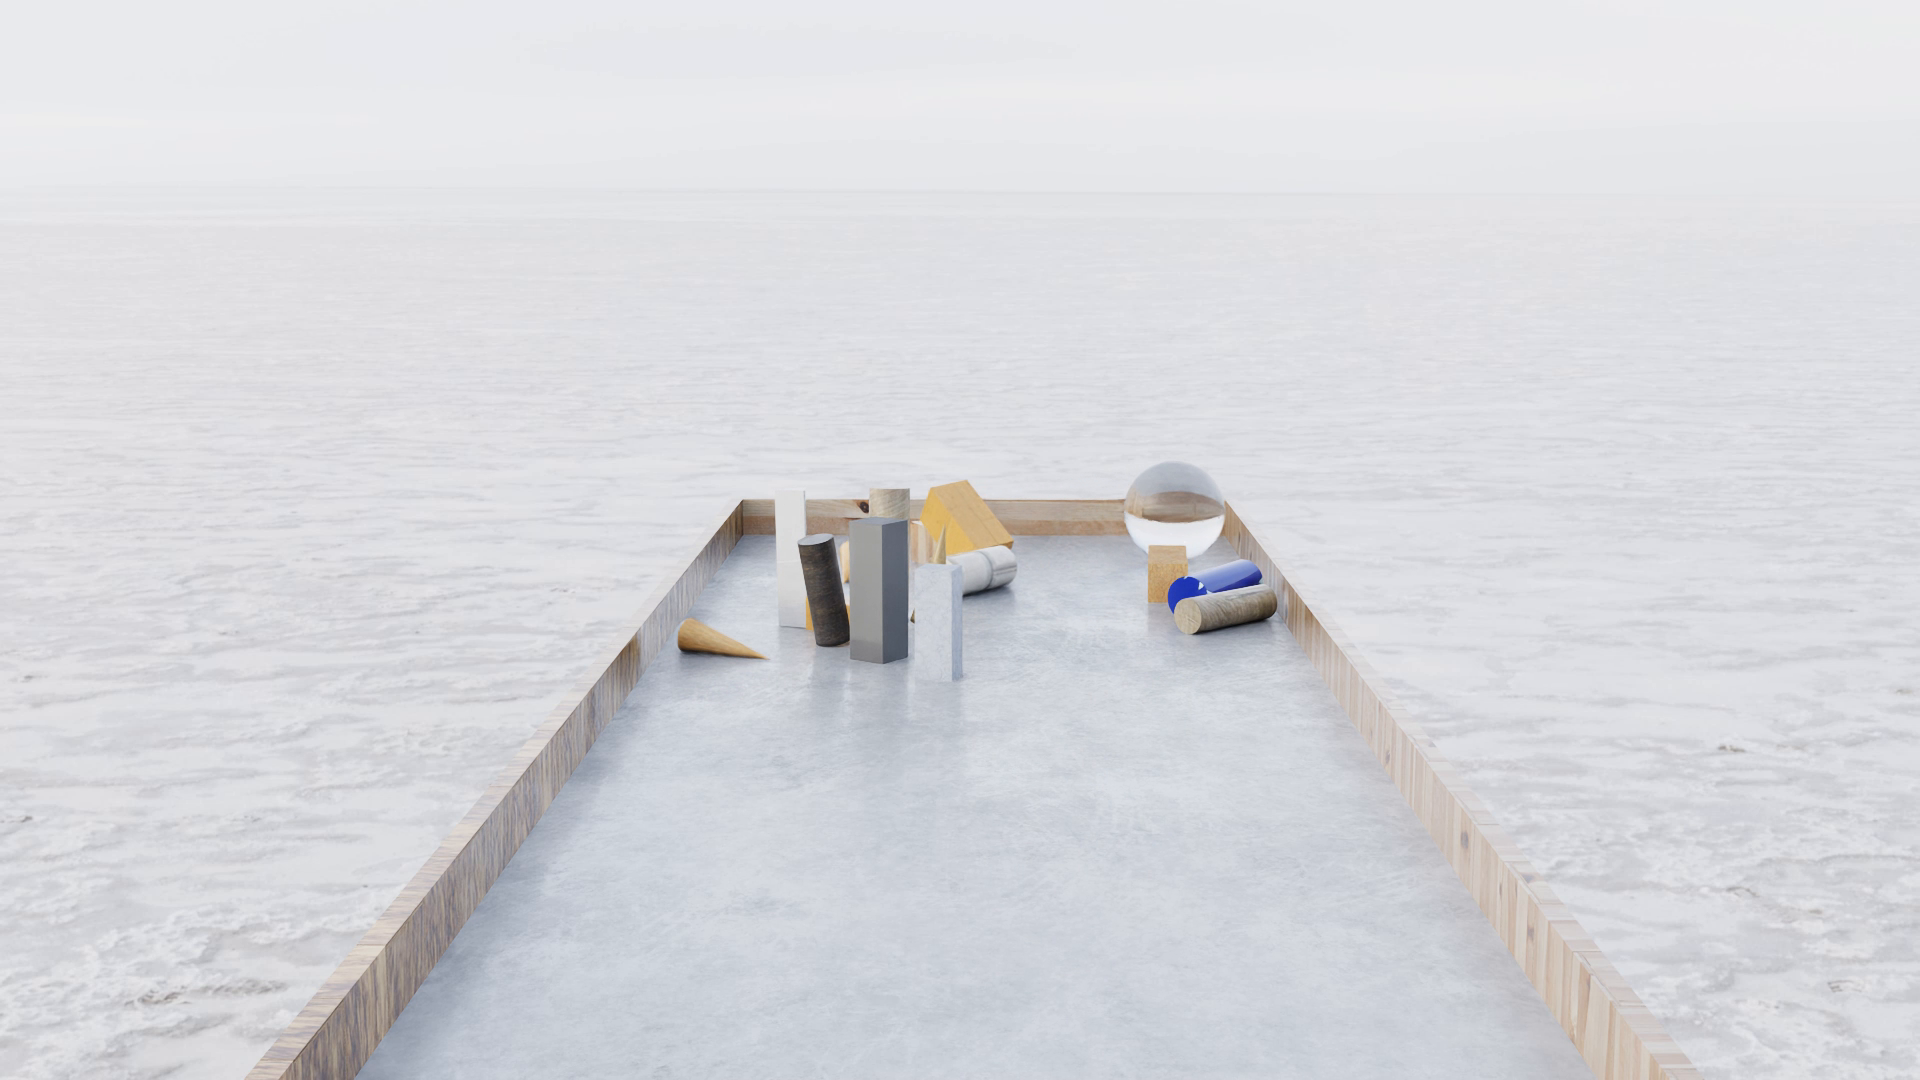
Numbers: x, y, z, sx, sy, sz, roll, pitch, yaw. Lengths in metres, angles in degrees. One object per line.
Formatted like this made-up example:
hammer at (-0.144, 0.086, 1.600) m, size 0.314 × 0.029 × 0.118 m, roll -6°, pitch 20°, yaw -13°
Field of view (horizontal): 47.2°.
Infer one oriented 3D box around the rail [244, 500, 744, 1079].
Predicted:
rail at (-1.004, 0.839, 3.234) m, size 0.050 × 0.150 × 12.000 m, roll 0°, pitch 9°, yaw 1°

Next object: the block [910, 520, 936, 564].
block at (-0.053, 0.020, 8.399) m, size 0.151 × 0.151 × 0.318 m, roll -5°, pitch 10°, yaw -26°

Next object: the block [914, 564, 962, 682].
block at (-0.062, 0.241, 6.452) m, size 0.112 × 0.326 × 0.112 m, roll 3°, pitch 9°, yaw 16°

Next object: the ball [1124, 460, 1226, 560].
ball at (0.824, -0.109, 8.458) m, size 0.389 × 0.389 × 0.389 m, roll 0°, pitch 9°, yaw 0°

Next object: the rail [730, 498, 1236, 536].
rail at (0.099, -0.098, 9.147) m, size 2.100 × 0.150 × 0.050 m, roll 0°, pitch 9°, yaw 1°

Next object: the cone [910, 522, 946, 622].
cone at (-0.075, 0.104, 7.186) m, size 0.125 × 0.348 × 0.125 m, roll 9°, pitch 13°, yaw -2°

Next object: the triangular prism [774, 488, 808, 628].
triangular prism at (-0.528, 0.055, 7.219) m, size 0.114 × 0.450 × 0.098 m, roll 2°, pitch 8°, yaw 27°

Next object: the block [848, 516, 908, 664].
block at (-0.248, 0.151, 6.694) m, size 0.126 × 0.426 × 0.126 m, roll 6°, pitch 11°, yaw 36°

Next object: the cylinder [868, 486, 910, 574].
cylinder at (-0.234, 0.050, 7.243) m, size 0.135 × 0.445 × 0.135 m, roll 1°, pitch 4°, yaw 0°

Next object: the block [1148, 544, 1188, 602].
block at (0.738, 0.118, 7.825) m, size 0.137 × 0.137 × 0.408 m, roll 1°, pitch 9°, yaw 5°

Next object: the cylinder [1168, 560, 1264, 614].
cylinder at (0.869, 0.170, 7.453) m, size 0.153 × 0.153 × 0.415 m, roll 6°, pitch 11°, yaw 33°

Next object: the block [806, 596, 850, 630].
block at (-0.334, 0.252, 7.070) m, size 0.108 × 0.108 × 0.368 m, roll -9°, pitch 13°, yaw -44°

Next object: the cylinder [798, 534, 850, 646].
cylinder at (-0.424, 0.157, 6.893) m, size 0.114 × 0.336 × 0.114 m, roll -9°, pitch 16°, yaw 2°

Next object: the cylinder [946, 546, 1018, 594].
cylinder at (0.042, 0.113, 7.826) m, size 0.147 × 0.147 × 0.343 m, roll 7°, pitch 11°, yaw 38°

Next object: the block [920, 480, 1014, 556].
block at (0.023, -0.036, 8.126) m, size 0.165 × 0.165 × 0.339 m, roll -14°, pitch 51°, yaw -32°

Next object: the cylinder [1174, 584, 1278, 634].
cylinder at (0.874, 0.226, 7.216) m, size 0.383 × 0.116 × 0.116 m, roll -8°, pitch 12°, yaw -42°

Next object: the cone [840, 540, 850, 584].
cone at (-0.410, 0.108, 8.134) m, size 0.122 × 0.122 × 0.306 m, roll 1°, pitch 20°, yaw 6°

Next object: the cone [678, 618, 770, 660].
cone at (-0.712, 0.329, 6.767) m, size 0.305 × 0.104 × 0.104 m, roll 14°, pitch 14°, yaw 22°

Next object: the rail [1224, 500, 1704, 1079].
rail at (1.046, 0.843, 3.208) m, size 0.050 × 0.150 × 12.000 m, roll 0°, pitch 9°, yaw 1°
